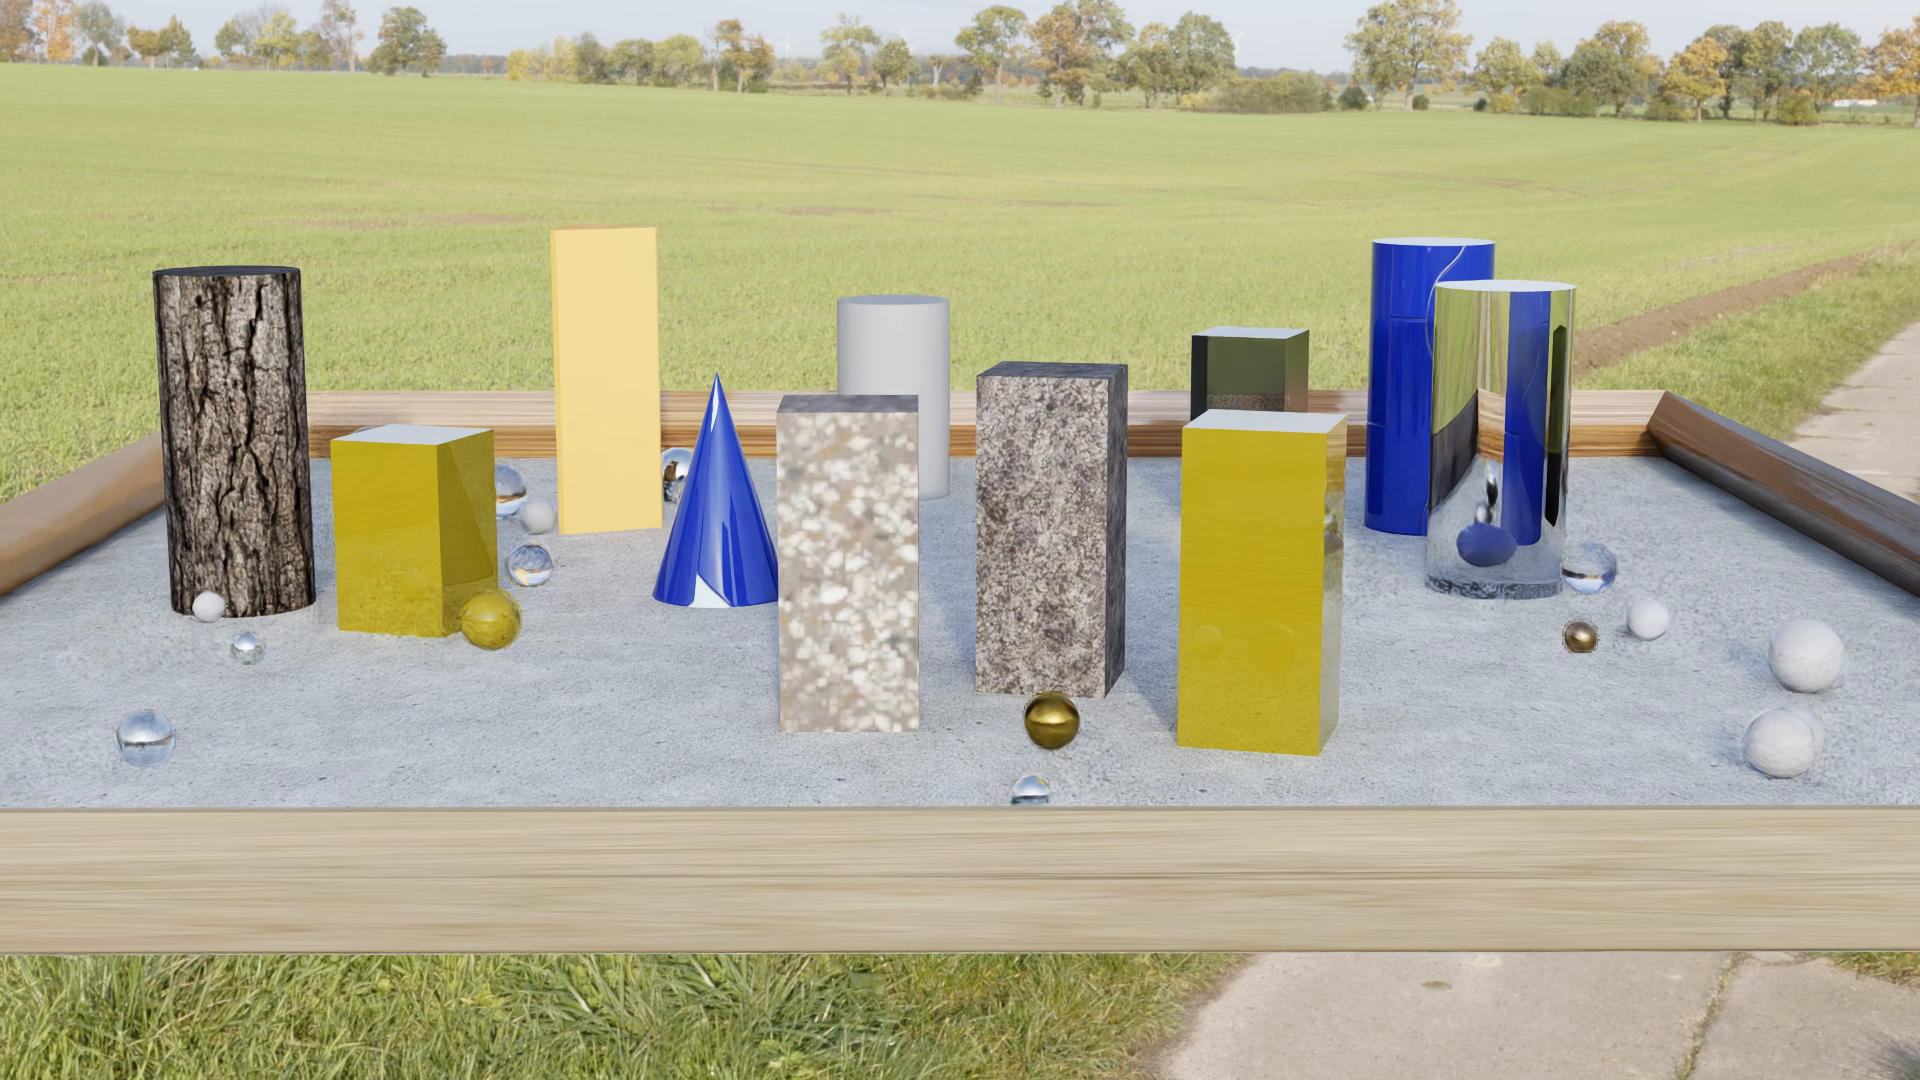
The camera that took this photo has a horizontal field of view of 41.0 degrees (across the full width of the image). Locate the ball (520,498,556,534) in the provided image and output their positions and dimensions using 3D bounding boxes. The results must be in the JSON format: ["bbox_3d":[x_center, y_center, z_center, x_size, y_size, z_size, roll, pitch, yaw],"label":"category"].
[{"bbox_3d":[-0.657,-0.037,3.995,0.056,0.056,0.056,0,11,0],"label":"ball"}]

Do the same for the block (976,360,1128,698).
[{"bbox_3d":[0.109,-0.016,3.030,0.152,0.373,0.152,2,11,12],"label":"block"}]

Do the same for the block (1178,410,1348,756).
[{"bbox_3d":[0.329,0.043,2.788,0.152,0.347,0.152,3,11,16],"label":"block"}]

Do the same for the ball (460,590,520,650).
[{"bbox_3d":[-0.589,0.101,3.219,0.075,0.075,0.075,0,11,0],"label":"ball"}]

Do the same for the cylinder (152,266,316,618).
[{"bbox_3d":[-0.977,-0.136,3.459,0.191,0.453,0.191,0,11,0],"label":"cylinder"}]

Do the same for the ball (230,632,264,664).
[{"bbox_3d":[-0.872,0.133,3.141,0.040,0.040,0.040,0,11,0],"label":"ball"}]

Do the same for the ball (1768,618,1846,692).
[{"bbox_3d":[0.990,0.135,3.000,0.087,0.087,0.087,0,11,0],"label":"ball"}]

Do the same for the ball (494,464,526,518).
[{"bbox_3d":[-0.745,-0.079,4.146,0.089,0.089,0.089,0,11,0],"label":"ball"}]

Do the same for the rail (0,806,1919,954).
[{"bbox_3d":[0.008,0.276,2.137,2.650,0.124,0.045,0,11,0],"label":"rail"}]

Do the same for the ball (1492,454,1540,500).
[{"bbox_3d":[0.937,-0.106,4.318,0.079,0.079,0.079,0,11,0],"label":"ball"}]

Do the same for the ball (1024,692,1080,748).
[{"bbox_3d":[0.099,0.194,2.756,0.060,0.060,0.060,0,11,0],"label":"ball"}]

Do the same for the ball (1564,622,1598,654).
[{"bbox_3d":[0.774,0.122,3.199,0.041,0.041,0.041,0,11,0],"label":"ball"}]

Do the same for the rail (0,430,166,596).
[{"bbox_3d":[-1.301,0.033,3.442,0.045,0.124,2.718,0,11,0],"label":"rail"}]

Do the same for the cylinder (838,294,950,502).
[{"bbox_3d":[-0.112,-0.243,4.363,0.191,0.332,0.191,0,11,0],"label":"cylinder"}]

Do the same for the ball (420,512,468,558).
[{"bbox_3d":[-0.767,-0.008,3.812,0.070,0.070,0.070,0,11,0],"label":"ball"}]

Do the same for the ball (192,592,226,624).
[{"bbox_3d":[-0.987,0.089,3.373,0.041,0.041,0.041,0,11,0],"label":"ball"}]

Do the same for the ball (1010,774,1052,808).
[{"bbox_3d":[0.069,0.250,2.509,0.041,0.041,0.041,0,11,0],"label":"ball"}]

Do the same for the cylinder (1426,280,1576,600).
[{"bbox_3d":[0.751,-0.143,3.574,0.191,0.423,0.191,0,11,0],"label":"cylinder"}]

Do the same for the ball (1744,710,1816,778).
[{"bbox_3d":[0.844,0.210,2.641,0.071,0.071,0.071,0,11,0],"label":"ball"}]

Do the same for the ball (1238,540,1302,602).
[{"bbox_3d":[0.423,0.043,3.504,0.085,0.085,0.085,0,11,0],"label":"ball"}]

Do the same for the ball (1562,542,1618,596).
[{"bbox_3d":[0.872,0.039,3.550,0.075,0.075,0.075,0,11,0],"label":"ball"}]

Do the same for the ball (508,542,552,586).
[{"bbox_3d":[-0.604,0.035,3.608,0.062,0.062,0.062,0,11,0],"label":"ball"}]

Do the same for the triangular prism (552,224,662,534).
[{"bbox_3d":[-0.577,-0.260,4.065,0.165,0.473,0.143,-5,11,-23],"label":"triangular prism"}]

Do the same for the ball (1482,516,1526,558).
[{"bbox_3d":[0.807,-0.004,3.810,0.063,0.063,0.063,0,11,0],"label":"ball"}]

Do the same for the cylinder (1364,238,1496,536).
[{"bbox_3d":[0.739,-0.244,4.046,0.191,0.451,0.191,0,11,0],"label":"cylinder"}]

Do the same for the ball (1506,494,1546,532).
[{"bbox_3d":[0.890,-0.043,4.032,0.060,0.060,0.060,0,11,0],"label":"ball"}]

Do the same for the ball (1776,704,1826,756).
[{"bbox_3d":[0.879,0.204,2.703,0.061,0.061,0.061,0,11,0],"label":"ball"}]

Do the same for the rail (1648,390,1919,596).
[{"bbox_3d":[1.301,0.030,3.457,0.045,0.124,2.718,0,11,0],"label":"rail"}]

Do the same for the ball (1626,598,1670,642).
[{"bbox_3d":[0.876,0.102,3.269,0.054,0.054,0.054,0,11,0],"label":"ball"}]

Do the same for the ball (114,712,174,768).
[{"bbox_3d":[-0.852,0.209,2.679,0.060,0.060,0.060,0,11,0],"label":"ball"}]

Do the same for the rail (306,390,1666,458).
[{"bbox_3d":[-0.008,-0.213,4.762,2.650,0.124,0.045,0,11,0],"label":"rail"}]

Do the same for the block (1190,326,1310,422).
[{"bbox_3d":[0.464,-0.183,4.120,0.152,0.302,0.152,4,11,21],"label":"block"}]

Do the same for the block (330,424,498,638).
[{"bbox_3d":[-0.711,-0.014,3.358,0.152,0.250,0.152,3,11,17],"label":"block"}]

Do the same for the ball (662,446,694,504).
[{"bbox_3d":[-0.469,-0.108,4.281,0.095,0.095,0.095,0,11,0],"label":"ball"}]

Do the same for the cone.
[{"bbox_3d":[-0.332,-0.078,3.536,0.191,0.311,0.191,0,11,0],"label":"cone"}]

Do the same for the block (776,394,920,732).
[{"bbox_3d":[-0.123,0.023,2.870,0.152,0.355,0.152,0,11,-1],"label":"block"}]
